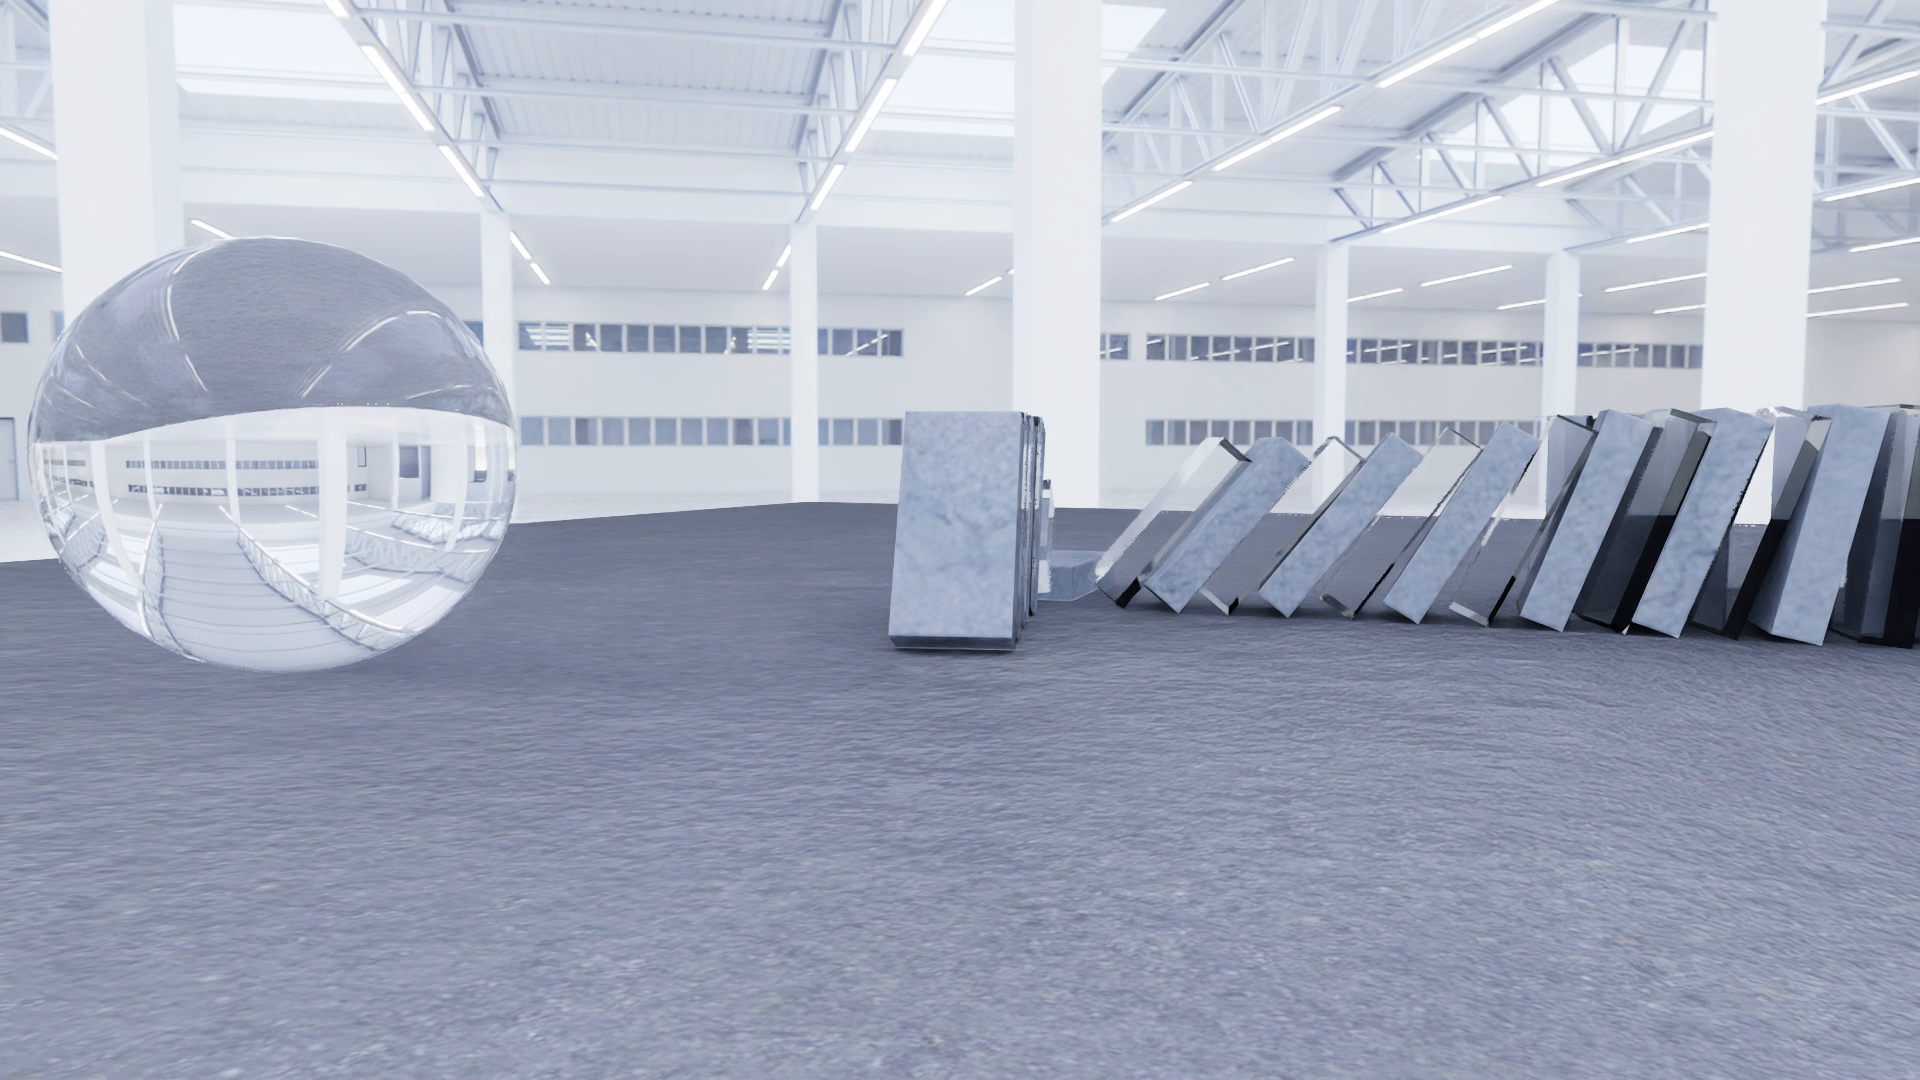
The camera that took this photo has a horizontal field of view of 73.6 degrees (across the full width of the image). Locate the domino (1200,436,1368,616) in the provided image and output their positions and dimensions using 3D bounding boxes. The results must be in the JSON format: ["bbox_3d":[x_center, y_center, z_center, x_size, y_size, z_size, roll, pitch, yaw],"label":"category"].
[{"bbox_3d":[0.081,-0.004,0.326,0.010,0.050,0.025,41,11,6],"label":"domino"}]

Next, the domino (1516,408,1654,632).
[{"bbox_3d":[0.145,-0.005,0.299,0.009,0.050,0.025,23,12,19],"label":"domino"}]

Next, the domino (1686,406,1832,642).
[{"bbox_3d":[0.175,-0.004,0.285,0.009,0.050,0.025,21,11,19],"label":"domino"}]

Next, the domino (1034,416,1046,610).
[{"bbox_3d":[0.008,-0.007,0.333,0.025,0.050,0.010,1,-20,10],"label":"domino"}]

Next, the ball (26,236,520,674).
[{"bbox_3d":[-0.124,-0.015,0.238,0.080,0.080,0.080,0,4,0],"label":"ball"}]

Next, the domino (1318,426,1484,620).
[{"bbox_3d":[0.108,-0.004,0.316,0.009,0.050,0.025,37,15,13],"label":"domino"}]

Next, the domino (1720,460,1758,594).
[{"bbox_3d":[0.227,-0.011,0.377,0.009,0.050,0.025,2,5,25],"label":"domino"}]

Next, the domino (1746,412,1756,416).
[{"bbox_3d":[0.195,-0.006,0.309,0.009,0.050,0.025,1,4,8],"label":"domino"}]

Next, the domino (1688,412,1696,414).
[{"bbox_3d":[0.180,-0.006,0.313,0.010,0.050,0.025,3,5,32],"label":"domino"}]

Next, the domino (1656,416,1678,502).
[{"bbox_3d":[0.196,-0.011,0.375,0.009,0.050,0.025,-2,5,-21],"label":"domino"}]

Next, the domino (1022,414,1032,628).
[{"bbox_3d":[0.003,-0.005,0.302,0.025,0.050,0.009,1,-20,8],"label":"domino"}]

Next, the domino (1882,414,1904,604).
[{"bbox_3d":[0.257,-0.008,0.343,0.025,0.050,0.009,-2,5,-23],"label":"domino"}]

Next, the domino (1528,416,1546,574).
[{"bbox_3d":[0.172,-0.009,0.357,0.025,0.050,0.010,2,5,23],"label":"domino"}]

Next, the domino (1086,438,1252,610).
[{"bbox_3d":[0.055,-0.005,0.341,0.010,0.050,0.025,41,3,-3],"label":"domino"}]

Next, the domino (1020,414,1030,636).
[{"bbox_3d":[0.002,-0.004,0.291,0.025,0.050,0.010,1,-20,8],"label":"domino"}]

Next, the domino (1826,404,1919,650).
[{"bbox_3d":[0.199,-0.004,0.277,0.009,0.050,0.025,7,6,17],"label":"domino"}]

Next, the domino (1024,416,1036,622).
[{"bbox_3d":[0.005,-0.006,0.312,0.025,0.050,0.010,1,-20,8],"label":"domino"}]

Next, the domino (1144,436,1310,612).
[{"bbox_3d":[0.067,-0.004,0.332,0.009,0.050,0.025,41,3,-3],"label":"domino"}]

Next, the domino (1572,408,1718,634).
[{"bbox_3d":[0.156,-0.005,0.295,0.009,0.050,0.025,21,10,14],"label":"domino"}]

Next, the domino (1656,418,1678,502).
[{"bbox_3d":[0.211,-0.011,0.379,0.010,0.050,0.025,0,4,-5],"label":"domino"}]

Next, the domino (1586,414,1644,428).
[{"bbox_3d":[0.172,-0.007,0.327,0.025,0.050,0.009,-2,5,-21],"label":"domino"}]

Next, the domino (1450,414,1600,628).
[{"bbox_3d":[0.133,-0.005,0.305,0.010,0.050,0.025,29,14,17],"label":"domino"}]

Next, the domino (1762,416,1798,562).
[{"bbox_3d":[0.239,-0.010,0.368,0.010,0.050,0.025,4,6,43],"label":"domino"}]

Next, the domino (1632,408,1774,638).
[{"bbox_3d":[0.165,-0.004,0.290,0.009,0.050,0.025,21,10,14],"label":"domino"}]

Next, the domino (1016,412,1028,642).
[{"bbox_3d":[0.001,-0.003,0.281,0.025,0.050,0.010,1,-20,8],"label":"domino"}]

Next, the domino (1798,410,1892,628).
[{"bbox_3d":[0.210,-0.006,0.307,0.009,0.050,0.025,1,4,13],"label":"domino"}]

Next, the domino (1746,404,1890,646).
[{"bbox_3d":[0.187,-0.004,0.281,0.009,0.050,0.025,14,9,20],"label":"domino"}]

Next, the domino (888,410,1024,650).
[{"bbox_3d":[0.000,-0.002,0.271,0.025,0.050,0.010,1,-20,8],"label":"domino"}]

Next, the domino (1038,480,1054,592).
[{"bbox_3d":[0.013,-0.001,0.357,0.025,0.010,0.050,-5,27,8],"label":"domino"}]

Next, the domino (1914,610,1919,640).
[{"bbox_3d":[0.213,-0.003,0.274,0.009,0.050,0.025,3,4,1],"label":"domino"}]

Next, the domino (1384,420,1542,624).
[{"bbox_3d":[0.121,-0.005,0.310,0.009,0.050,0.025,34,15,16],"label":"domino"}]

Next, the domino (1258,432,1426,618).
[{"bbox_3d":[0.095,-0.004,0.321,0.009,0.050,0.025,40,13,10],"label":"domino"}]

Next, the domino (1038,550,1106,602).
[{"bbox_3d":[0.027,0.010,0.374,0.025,0.010,0.050,2,5,19],"label":"domino"}]

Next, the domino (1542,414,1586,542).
[{"bbox_3d":[0.170,-0.008,0.341,0.025,0.050,0.009,0,4,-1],"label":"domino"}]

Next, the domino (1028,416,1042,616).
[{"bbox_3d":[0.007,-0.006,0.322,0.025,0.050,0.009,1,-20,9],"label":"domino"}]
